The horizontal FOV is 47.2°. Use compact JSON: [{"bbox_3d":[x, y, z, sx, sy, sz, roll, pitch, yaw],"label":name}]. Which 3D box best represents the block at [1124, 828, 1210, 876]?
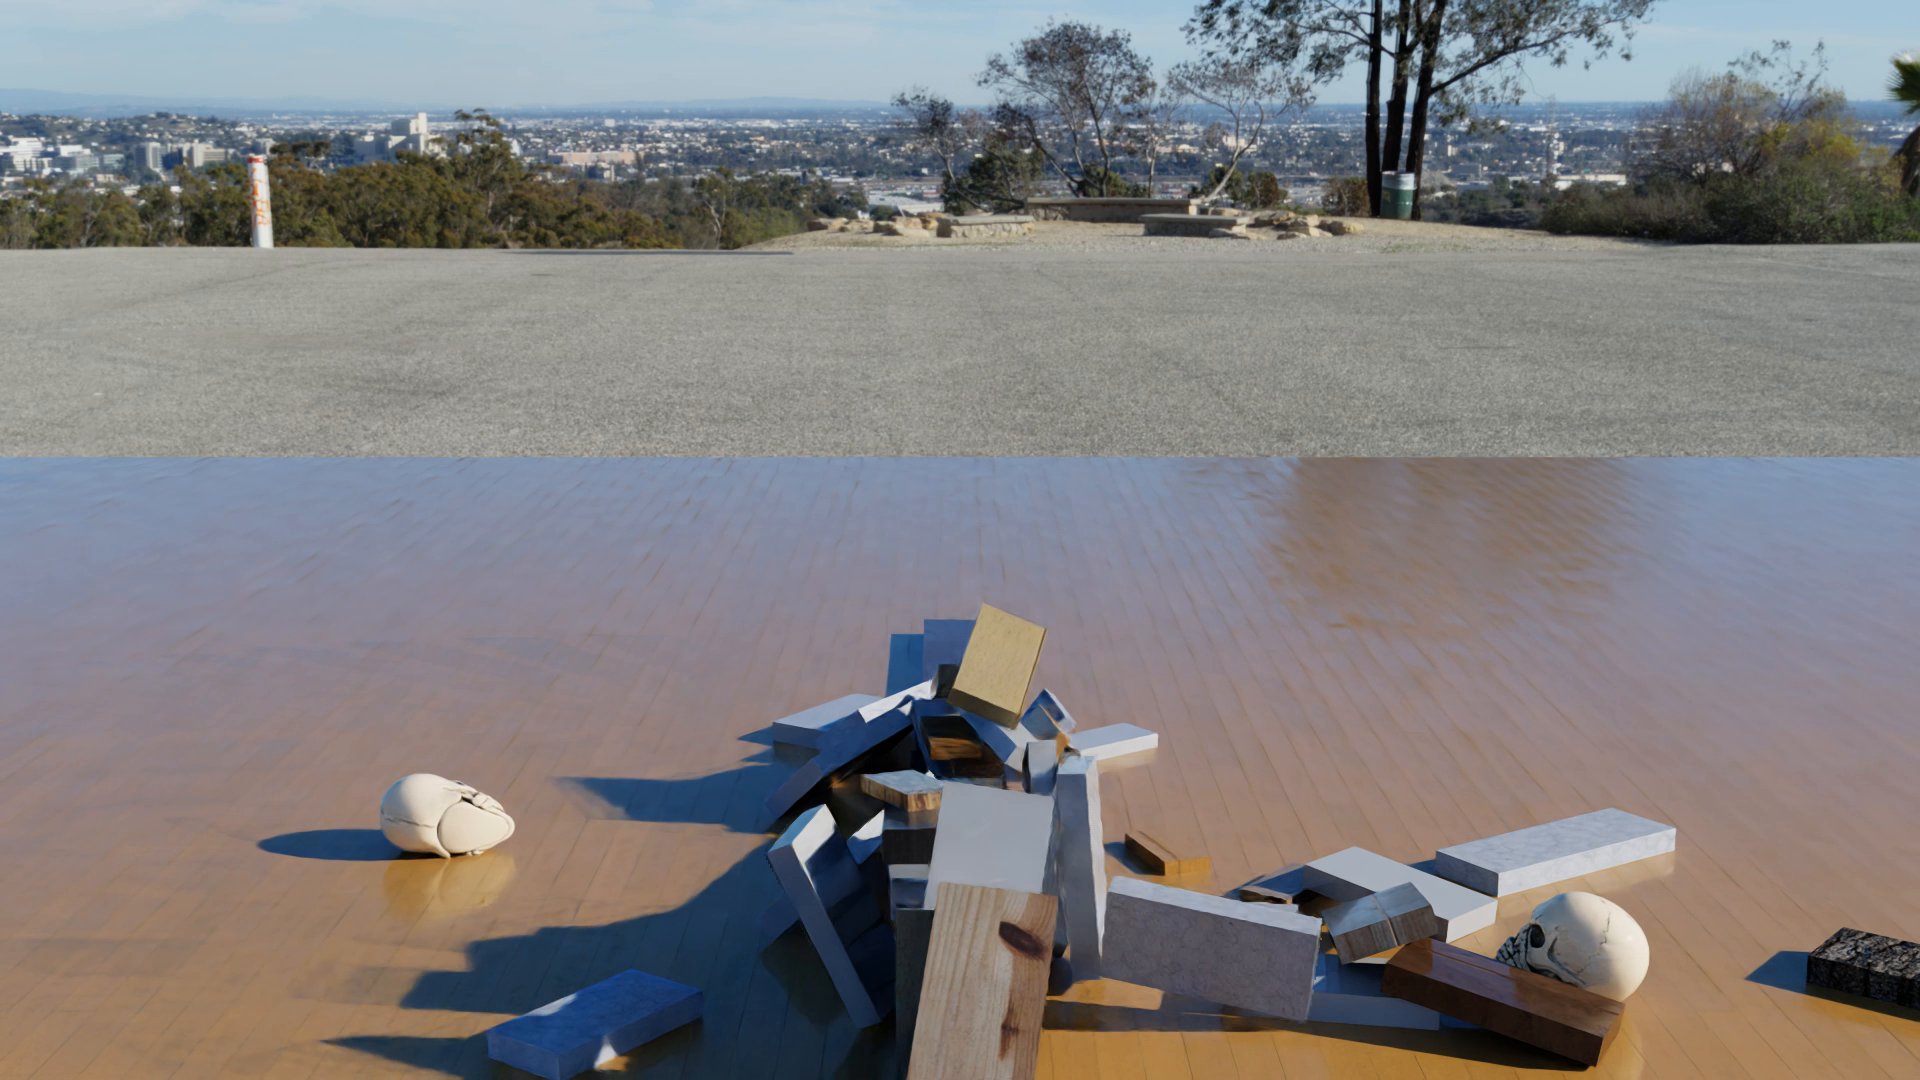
[{"bbox_3d":[0.362,0.544,3.848,0.086,0.024,0.171,-4,11,-19],"label":"block"}]

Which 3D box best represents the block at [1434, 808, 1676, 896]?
[{"bbox_3d":[1.039,0.540,3.827,0.443,0.041,0.144,-7,13,-32],"label":"block"}]

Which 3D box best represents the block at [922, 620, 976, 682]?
[{"bbox_3d":[-0.013,0.323,4.994,0.144,0.041,1.130,0,11,-1],"label":"block"}]

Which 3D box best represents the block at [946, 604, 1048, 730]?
[{"bbox_3d":[0.071,0.230,4.037,0.133,0.038,0.265,23,36,-1],"label":"block"}]

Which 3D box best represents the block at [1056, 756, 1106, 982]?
[{"bbox_3d":[0.186,0.488,3.290,0.043,0.307,0.153,-4,4,10],"label":"block"}]

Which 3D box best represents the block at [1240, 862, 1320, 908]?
[{"bbox_3d":[0.549,0.579,3.663,0.085,0.024,0.171,8,13,37],"label":"block"}]

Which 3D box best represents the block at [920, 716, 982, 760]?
[{"bbox_3d":[-0.018,0.358,4.000,0.090,0.026,0.181,0,12,-7],"label":"block"}]

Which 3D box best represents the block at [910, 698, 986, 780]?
[{"bbox_3d":[-0.009,0.378,4.091,0.123,0.035,0.247,-3,30,-12],"label":"block"}]

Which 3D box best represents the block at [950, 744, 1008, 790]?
[{"bbox_3d":[0.037,0.442,3.939,0.090,0.026,0.181,0,42,-9],"label":"block"}]

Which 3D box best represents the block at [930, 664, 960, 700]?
[{"bbox_3d":[0.017,0.280,4.199,0.133,0.038,0.266,1,-13,-5],"label":"block"}]

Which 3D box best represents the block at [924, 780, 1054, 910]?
[{"bbox_3d":[0.029,0.464,2.827,0.146,0.292,0.041,8,-25,3],"label":"block"}]

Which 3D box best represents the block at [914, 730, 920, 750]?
[{"bbox_3d":[-0.006,0.435,4.233,0.132,0.037,0.264,-2,24,-8],"label":"block"}]

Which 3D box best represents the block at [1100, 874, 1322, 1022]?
[{"bbox_3d":[0.353,0.578,3.115,0.298,0.149,0.042,10,27,14],"label":"block"}]

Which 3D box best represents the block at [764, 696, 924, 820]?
[{"bbox_3d":[-0.208,0.416,4.260,0.140,0.040,0.494,-44,-8,24],"label":"block"}]

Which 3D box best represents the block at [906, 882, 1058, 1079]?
[{"bbox_3d":[0.025,0.578,2.656,0.149,0.323,0.042,6,-32,6],"label":"block"}]

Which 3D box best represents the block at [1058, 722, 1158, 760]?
[{"bbox_3d":[0.293,0.417,4.518,0.209,0.030,0.104,-8,13,-37],"label":"block"}]

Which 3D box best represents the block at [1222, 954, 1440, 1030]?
[{"bbox_3d":[0.542,0.653,3.210,0.307,0.043,0.153,2,11,11],"label":"block"}]

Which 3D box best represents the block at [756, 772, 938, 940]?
[{"bbox_3d":[-0.173,0.519,3.674,0.153,0.043,0.525,-43,-5,20],"label":"block"}]

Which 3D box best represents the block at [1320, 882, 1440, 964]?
[{"bbox_3d":[0.631,0.576,3.319,0.149,0.042,0.298,-19,-4,5],"label":"block"}]

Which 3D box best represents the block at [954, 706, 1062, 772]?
[{"bbox_3d":[0.091,0.362,4.003,0.133,0.038,0.265,31,6,-29],"label":"block"}]

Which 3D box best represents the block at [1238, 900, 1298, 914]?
[{"bbox_3d":[0.382,0.608,3.461,0.288,0.041,0.144,2,11,12],"label":"block"}]

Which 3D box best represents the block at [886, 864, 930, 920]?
[{"bbox_3d":[-0.013,0.471,3.086,0.175,0.050,0.350,-1,2,-3],"label":"block"}]

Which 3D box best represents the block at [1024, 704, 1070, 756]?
[{"bbox_3d":[0.157,0.403,4.390,0.030,0.104,0.209,37,3,-14],"label":"block"}]

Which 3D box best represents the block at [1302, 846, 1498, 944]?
[{"bbox_3d":[0.713,0.574,3.576,0.140,0.040,0.280,-9,19,-44],"label":"block"}]

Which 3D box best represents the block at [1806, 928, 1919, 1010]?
[{"bbox_3d":[1.431,0.647,3.242,0.307,0.043,0.153,9,14,39],"label":"block"}]

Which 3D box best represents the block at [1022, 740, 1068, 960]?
[{"bbox_3d":[0.129,0.474,3.352,0.043,0.307,0.153,-2,-19,-2],"label":"block"}]

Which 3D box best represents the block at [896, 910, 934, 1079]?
[{"bbox_3d":[-0.005,0.599,2.700,0.146,0.292,0.041,0,-31,0],"label":"block"}]

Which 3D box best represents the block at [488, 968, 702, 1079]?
[{"bbox_3d":[-0.509,0.678,3.087,0.140,0.040,0.280,8,13,36],"label":"block"}]

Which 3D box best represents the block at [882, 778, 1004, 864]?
[{"bbox_3d":[-0.021,0.408,3.217,0.175,0.050,0.350,-1,5,-1],"label":"block"}]

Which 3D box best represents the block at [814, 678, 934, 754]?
[{"bbox_3d":[-0.160,0.365,4.539,0.144,0.041,0.287,-37,-11,34],"label":"block"}]

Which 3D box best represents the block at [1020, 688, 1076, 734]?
[{"bbox_3d":[0.173,0.381,4.513,0.030,0.104,0.209,37,3,-14],"label":"block"}]

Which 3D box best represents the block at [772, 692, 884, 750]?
[{"bbox_3d":[-0.251,0.384,4.665,0.144,0.041,0.287,7,13,33],"label":"block"}]

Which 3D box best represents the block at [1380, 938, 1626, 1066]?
[{"bbox_3d":[0.765,0.645,3.098,0.307,0.043,0.153,16,14,25],"label":"block"}]

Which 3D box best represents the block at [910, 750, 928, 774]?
[{"bbox_3d":[-0.009,0.465,4.010,0.123,0.035,0.247,-3,30,-11],"label":"block"}]

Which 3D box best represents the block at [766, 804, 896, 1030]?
[{"bbox_3d":[-0.169,0.537,3.147,0.041,0.288,0.144,-23,9,22],"label":"block"}]

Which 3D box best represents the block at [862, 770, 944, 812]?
[{"bbox_3d":[-0.073,0.369,3.248,0.086,0.024,0.171,-4,6,-25],"label":"block"}]
